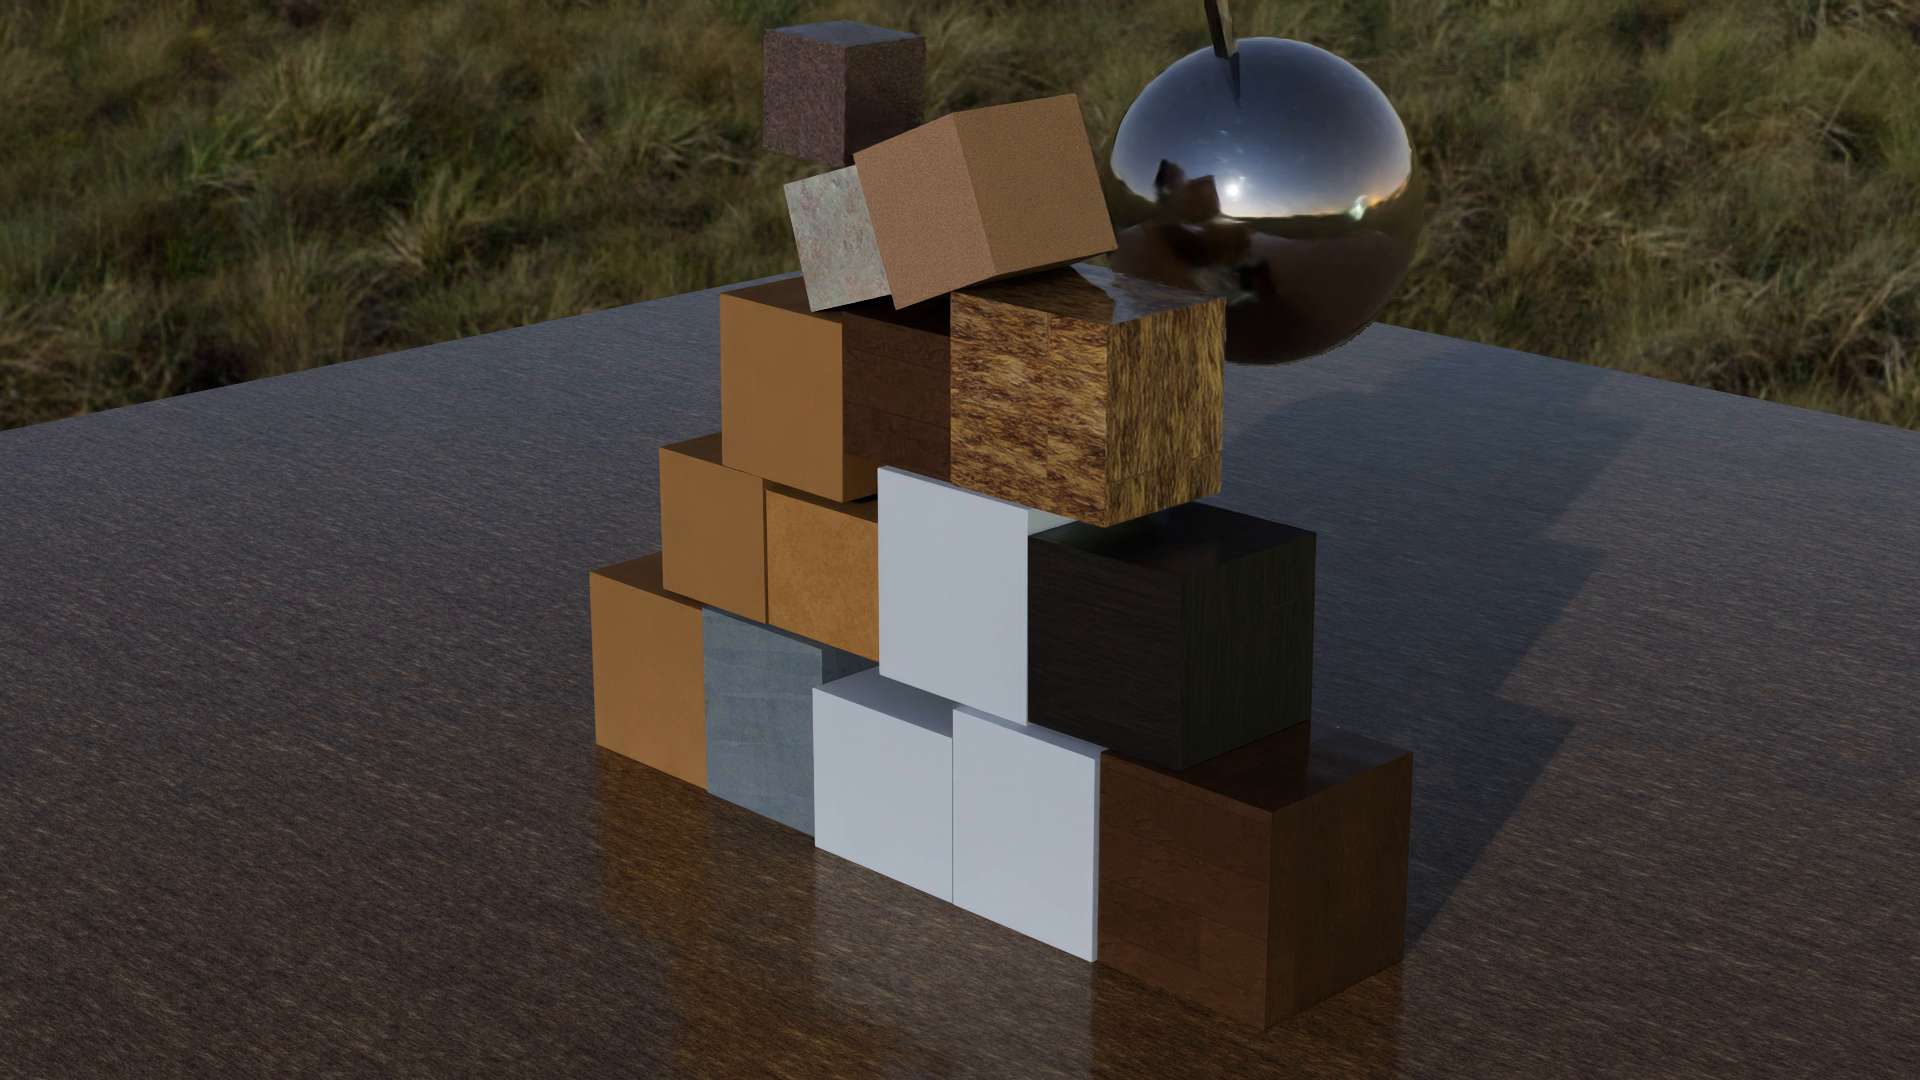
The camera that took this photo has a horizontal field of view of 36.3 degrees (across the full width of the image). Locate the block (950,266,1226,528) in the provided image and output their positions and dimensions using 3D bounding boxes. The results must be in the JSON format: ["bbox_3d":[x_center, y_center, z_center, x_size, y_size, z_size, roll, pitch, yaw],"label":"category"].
[{"bbox_3d":[0.542,-0.633,12.566,0.746,0.857,0.902,-17,24,-42],"label":"block"}]

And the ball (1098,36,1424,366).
[{"bbox_3d":[1.467,-1.656,14.359,1.600,1.600,1.600,0,17,0],"label":"ball"}]

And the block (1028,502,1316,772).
[{"bbox_3d":[0.902,0.376,12.541,0.876,0.839,0.854,-17,23,-42],"label":"block"}]

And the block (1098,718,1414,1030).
[{"bbox_3d":[1.247,1.348,12.449,0.936,0.963,0.923,-17,24,-42],"label":"block"}]

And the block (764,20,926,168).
[{"bbox_3d":[-0.525,-2.022,13.264,0.541,0.543,0.489,20,26,41],"label":"block"}]

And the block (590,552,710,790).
[{"bbox_3d":[-1.276,0.613,14.844,0.775,0.930,0.891,-17,24,-42],"label":"block"}]

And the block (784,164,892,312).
[{"bbox_3d":[-0.312,-1.408,13.234,0.626,0.585,0.595,-17,6,-42],"label":"block"}]

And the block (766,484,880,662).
[{"bbox_3d":[-0.367,0.094,13.748,0.703,0.661,0.820,-17,24,-42],"label":"block"}]

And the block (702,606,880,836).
[{"bbox_3d":[-0.640,0.783,14.257,0.848,0.958,0.853,-17,24,-42],"label":"block"}]

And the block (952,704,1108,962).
[{"bbox_3d":[0.614,1.173,13.054,0.981,0.934,0.843,-17,24,-42],"label":"block"}]

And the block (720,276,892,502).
[{"bbox_3d":[-0.569,-0.734,13.701,0.723,0.833,0.835,-17,25,-42],"label":"block"}]

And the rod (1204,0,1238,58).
[{"bbox_3d":[0.636,-4.450,12.609,0.080,5.200,0.080,17,44,42],"label":"rod"}]

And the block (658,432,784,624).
[{"bbox_3d":[-0.939,-0.101,14.270,0.707,0.720,0.756,-17,24,-42],"label":"block"}]

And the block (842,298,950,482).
[{"bbox_3d":[-0.018,-0.709,13.149,0.741,0.652,0.690,-17,24,-42],"label":"block"}]

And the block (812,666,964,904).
[{"bbox_3d":[-0.012,1.052,13.676,0.979,0.791,0.913,-17,24,-42],"label":"block"}]

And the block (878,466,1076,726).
[{"bbox_3d":[0.270,0.150,13.129,0.875,0.974,0.920,-17,24,-42],"label":"block"}]

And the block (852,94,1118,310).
[{"bbox_3d":[0.111,-1.471,12.742,0.756,0.701,0.662,-17,2,-42],"label":"block"}]
